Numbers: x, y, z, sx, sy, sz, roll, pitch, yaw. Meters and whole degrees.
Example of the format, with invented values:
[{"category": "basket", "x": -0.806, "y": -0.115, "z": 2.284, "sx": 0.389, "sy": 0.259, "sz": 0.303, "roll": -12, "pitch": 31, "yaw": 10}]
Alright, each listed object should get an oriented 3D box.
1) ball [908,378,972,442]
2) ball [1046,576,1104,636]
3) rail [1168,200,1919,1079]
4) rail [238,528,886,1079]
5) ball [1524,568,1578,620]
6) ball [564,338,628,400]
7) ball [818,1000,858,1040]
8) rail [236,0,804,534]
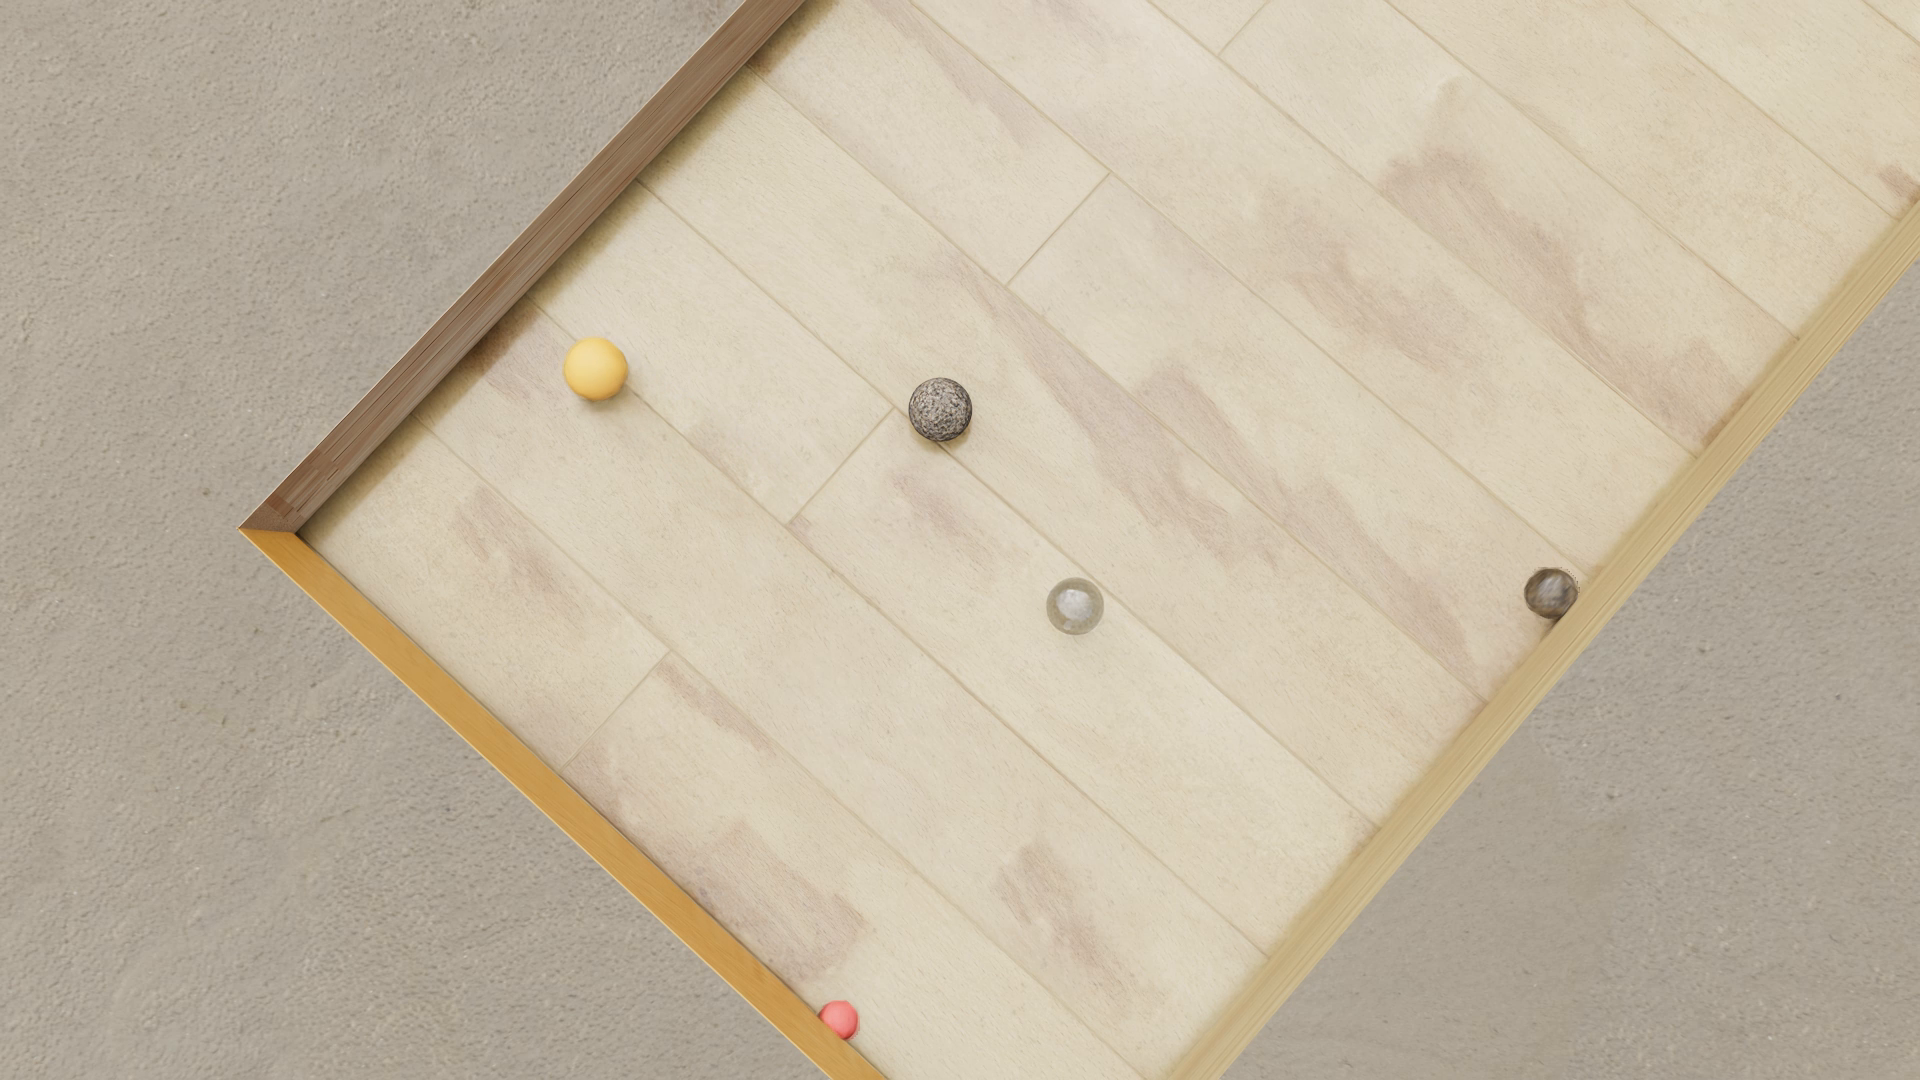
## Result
[{"category": "ball", "x": -0.029, "y": -0.196, "z": 3.299, "sx": 0.096, "sy": 0.096, "sz": 0.096, "roll": 0, "pitch": 80, "yaw": 0}, {"category": "ball", "x": 0.170, "y": 0.098, "z": 3.254, "sx": 0.088, "sy": 0.088, "sz": 0.088, "roll": 0, "pitch": 80, "yaw": 0}, {"category": "rail", "x": 1.033, "y": -0.016, "z": 3.253, "sx": 0.045, "sy": 0.125, "sz": 2.792, "roll": 41, "pitch": 83, "yaw": 6}, {"category": "rail", "x": -0.449, "y": 0.492, "z": 3.167, "sx": 1.571, "sy": 0.125, "sz": 0.045, "roll": 41, "pitch": 83, "yaw": 6}, {"category": "ball", "x": 0.876, "y": 0.080, "z": 3.262, "sx": 0.077, "sy": 0.077, "sz": 0.077, "roll": 0, "pitch": 80, "yaw": 0}, {"category": "ball", "x": -0.548, "y": -0.257, "z": 3.310, "sx": 0.094, "sy": 0.094, "sz": 0.094, "roll": 0, "pitch": 80, "yaw": 0}, {"category": "ball", "x": -0.175, "y": 0.692, "z": 3.169, "sx": 0.058, "sy": 0.058, "sz": 0.058, "roll": 0, "pitch": 80, "yaw": 0}, {"category": "rail", "x": -0.103, "y": -1.017, "z": 3.422, "sx": 0.045, "sy": 0.125, "sz": 2.792, "roll": 41, "pitch": 83, "yaw": 6}]
